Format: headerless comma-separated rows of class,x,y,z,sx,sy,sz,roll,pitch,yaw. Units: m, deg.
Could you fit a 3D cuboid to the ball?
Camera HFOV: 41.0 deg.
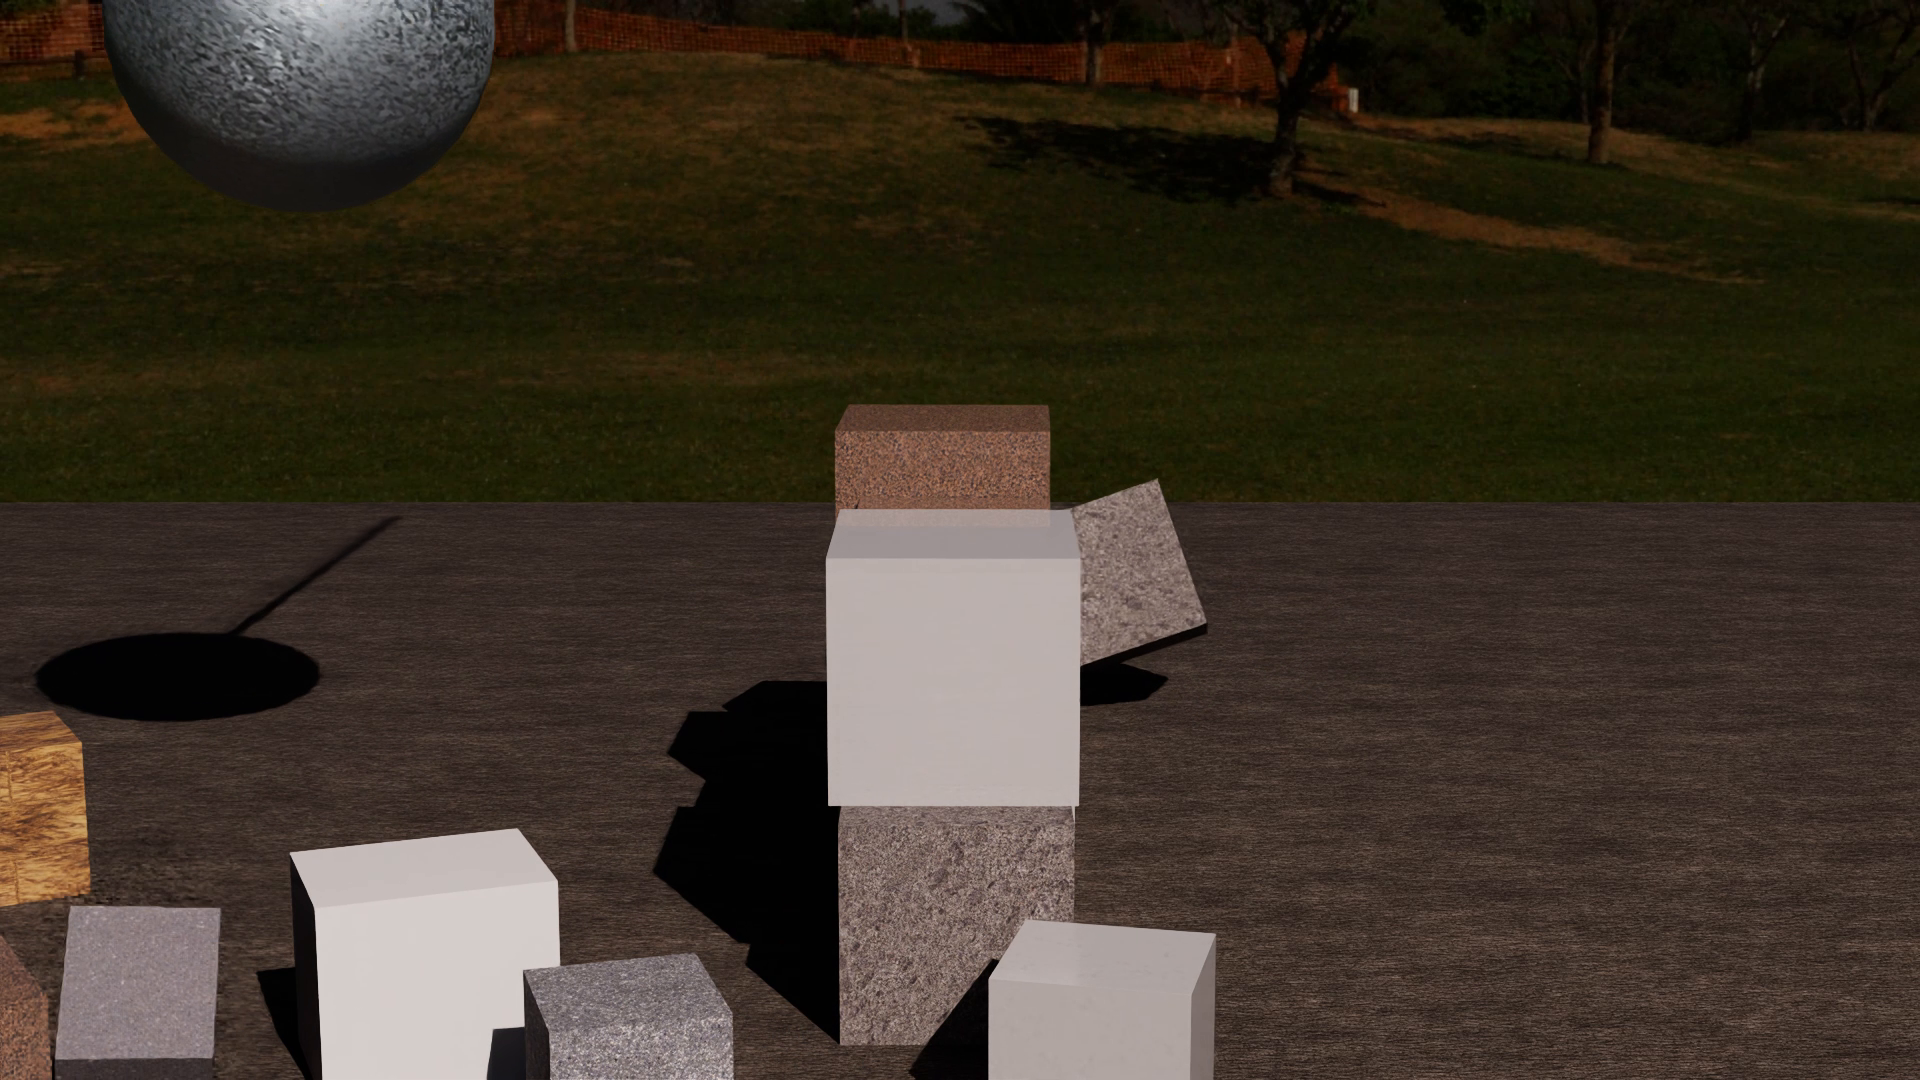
ball,-2.765,-2.181,10.784,1.600,1.600,1.600,0,10,0

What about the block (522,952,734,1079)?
block,-1.093,1.744,8.427,0.584,0.553,0.601,-3,11,-17

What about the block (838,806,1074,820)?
block,-0.013,1.213,10.562,0.934,0.835,0.811,0,10,0

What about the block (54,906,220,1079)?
block,-2.657,1.581,8.312,0.468,0.514,0.585,3,44,-16

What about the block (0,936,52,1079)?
block,-3.356,1.730,8.271,0.680,0.638,0.715,-6,12,-31

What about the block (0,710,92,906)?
block,-4.226,1.181,11.186,0.679,0.675,0.643,-6,12,-29

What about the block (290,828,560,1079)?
block,-1.920,1.517,9.208,0.833,0.720,0.679,-4,11,-21

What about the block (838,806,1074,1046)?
block,-0.013,1.364,9.738,0.853,0.831,0.850,0,10,0

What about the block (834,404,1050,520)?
block,-0.064,-0.028,11.586,0.929,1.058,0.909,0,10,1

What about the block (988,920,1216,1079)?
block,0.492,1.683,8.742,0.673,0.560,0.617,2,11,13

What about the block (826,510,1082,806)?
block,-0.021,0.431,9.920,0.929,0.933,1.031,0,11,0

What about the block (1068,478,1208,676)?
block,0.858,0.231,14.357,0.815,0.834,0.787,-19,-8,3

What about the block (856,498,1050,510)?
block,-0.030,0.263,10.798,0.816,0.766,0.731,0,11,2
